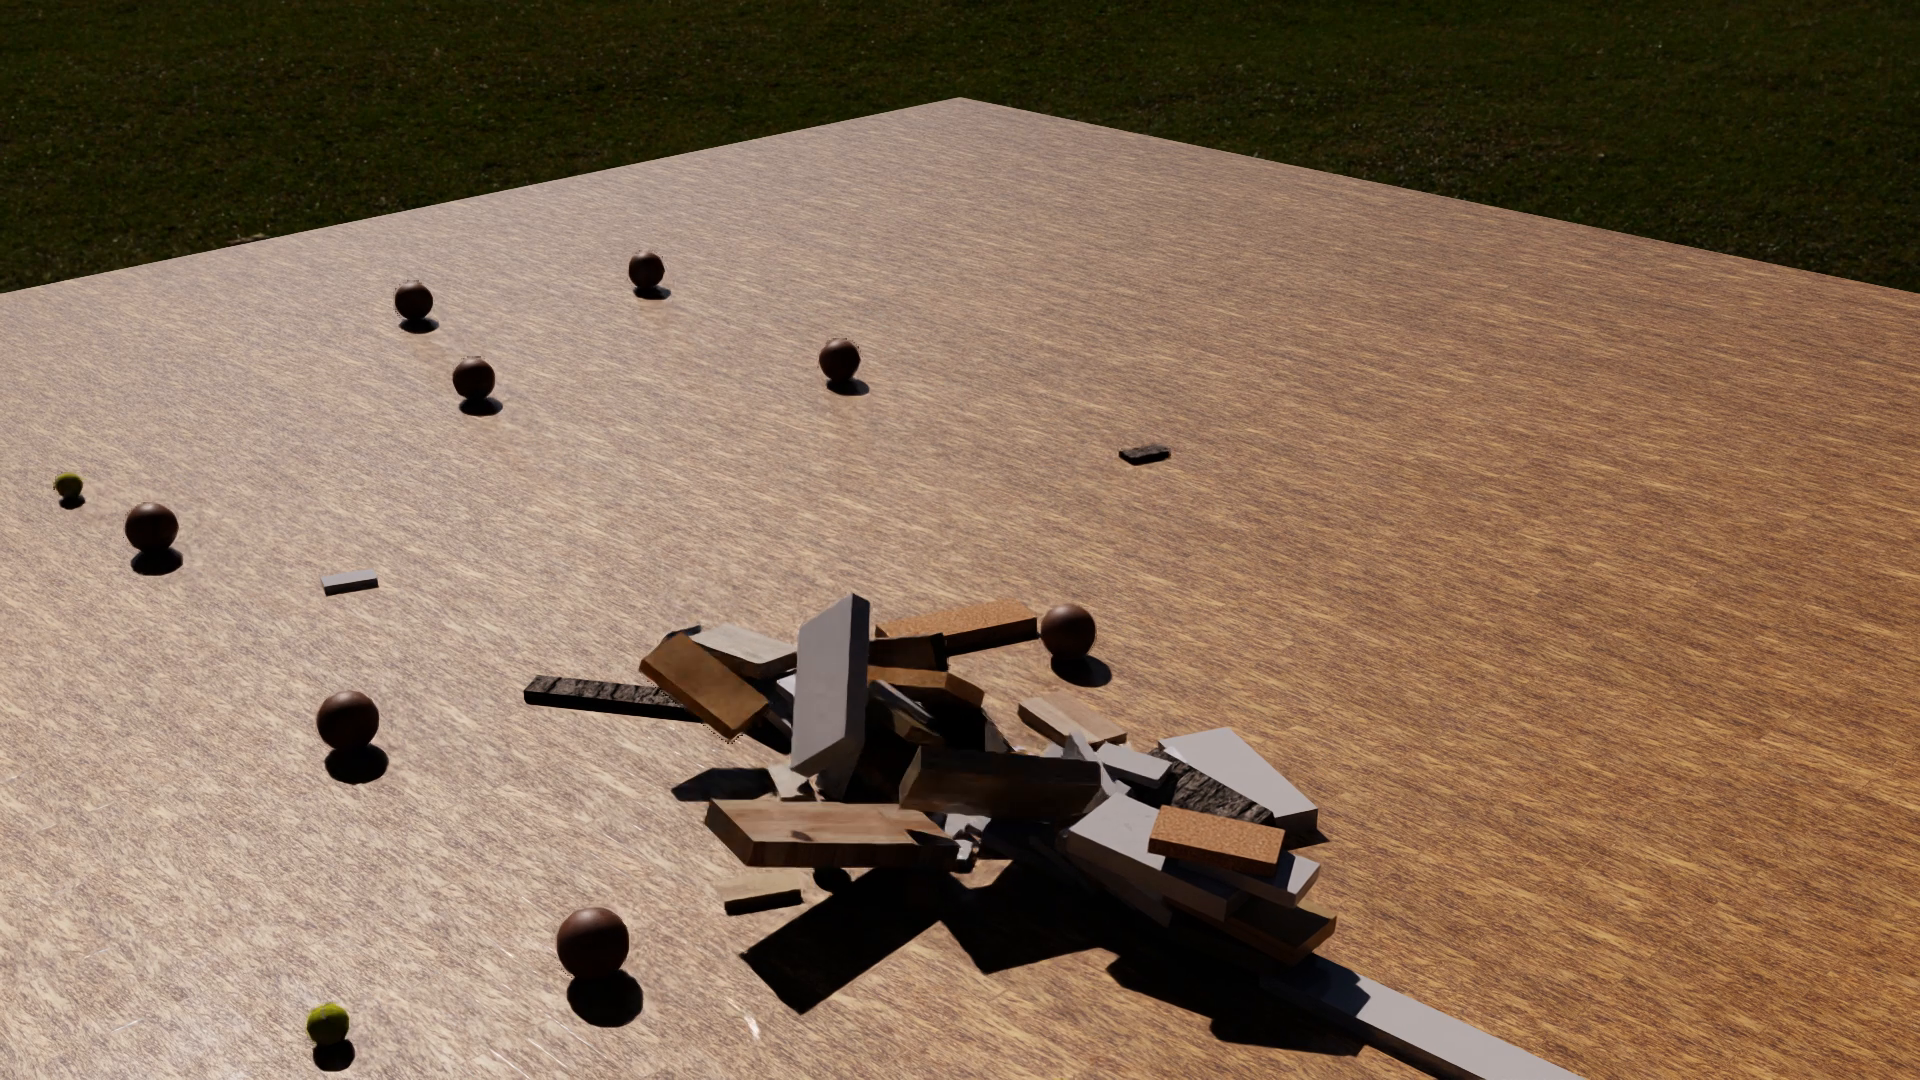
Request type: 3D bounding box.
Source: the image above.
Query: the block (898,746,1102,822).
[{"bbox_3d":[0.074,0.470,4.207,0.352,0.176,0.050,7,57,-13],"label":"block"}]

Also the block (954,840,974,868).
[{"bbox_3d":[-0.047,0.609,4.297,0.136,0.019,0.068,4,26,9],"label":"block"}]

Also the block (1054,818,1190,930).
[{"bbox_3d":[0.325,0.605,4.084,0.277,0.039,0.139,32,37,32],"label":"block"}]

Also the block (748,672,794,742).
[{"bbox_3d":[-0.361,0.371,4.778,0.110,0.031,0.221,-19,44,-37],"label":"block"}]

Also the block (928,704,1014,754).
[{"bbox_3d":[0.017,0.417,4.630,0.120,0.034,0.346,-47,27,4],"label":"block"}]

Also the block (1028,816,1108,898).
[{"bbox_3d":[0.225,0.606,4.210,0.175,0.025,0.088,36,36,24],"label":"block"}]

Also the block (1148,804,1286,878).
[{"bbox_3d":[0.458,0.537,3.921,0.226,0.032,0.113,10,27,13],"label":"block"}]

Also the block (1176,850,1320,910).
[{"bbox_3d":[0.514,0.579,3.917,0.226,0.032,0.113,18,30,26],"label":"block"}]

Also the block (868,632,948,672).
[{"bbox_3d":[-0.135,0.279,4.827,0.259,0.130,0.037,-7,3,42],"label":"block"}]

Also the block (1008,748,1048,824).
[{"bbox_3d":[0.136,0.513,4.388,0.101,0.029,0.203,-11,53,-34],"label":"block"}]

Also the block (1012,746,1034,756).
[{"bbox_3d":[0.095,0.471,4.628,0.128,0.018,0.064,-15,27,-31],"label":"block"}]

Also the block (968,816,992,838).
[{"bbox_3d":[0.075,0.579,4.335,0.110,0.016,0.055,24,28,9],"label":"block"}]

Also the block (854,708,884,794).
[{"bbox_3d":[-0.199,0.419,4.606,0.118,0.034,0.237,-19,54,-35],"label":"block"}]

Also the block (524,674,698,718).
[{"bbox_3d":[-0.764,0.349,4.909,0.414,0.023,0.081,5,24,12],"label":"block"}]

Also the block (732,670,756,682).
[{"bbox_3d":[-0.522,0.276,4.922,0.220,0.031,0.110,11,21,35],"label":"block"}]

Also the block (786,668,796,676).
[{"bbox_3d":[-0.350,0.276,5.012,0.254,0.036,0.127,-17,22,-37],"label":"block"}]

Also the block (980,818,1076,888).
[{"bbox_3d":[0.150,0.590,4.254,0.202,0.029,0.101,24,33,13],"label":"block"}]

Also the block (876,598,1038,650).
[{"bbox_3d":[-0.008,0.208,5.224,0.365,0.036,0.127,-10,25,-23],"label":"block"}]

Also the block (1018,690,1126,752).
[{"bbox_3d":[0.242,0.400,4.774,0.120,0.034,0.240,-14,27,-29],"label":"block"}]

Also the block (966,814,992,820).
[{"bbox_3d":[0.043,0.565,4.408,0.055,0.016,0.110,-20,30,-39],"label":"block"}]

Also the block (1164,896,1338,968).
[{"bbox_3d":[0.519,0.659,3.943,0.277,0.039,0.139,23,32,34],"label":"block"}]

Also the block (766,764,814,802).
[{"bbox_3d":[-0.348,0.500,4.510,0.068,0.019,0.136,-7,24,-16],"label":"block"}]

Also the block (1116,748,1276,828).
[{"bbox_3d":[0.449,0.538,4.363,0.167,0.047,0.333,-36,37,-23],"label":"block"}]

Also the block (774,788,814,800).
[{"bbox_3d":[-0.346,0.539,4.468,0.064,0.018,0.128,6,24,13],"label":"block"}]

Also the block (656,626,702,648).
[{"bbox_3d":[-0.650,0.243,5.025,0.081,0.023,0.162,-14,-16,-28],"label":"block"}]

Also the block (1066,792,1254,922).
[{"bbox_3d":[0.379,0.573,4.000,0.333,0.047,0.167,21,31,30],"label":"block"}]

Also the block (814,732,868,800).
[{"bbox_3d":[-0.244,0.451,4.513,0.021,0.147,0.073,16,9,-43],"label":"block"}]

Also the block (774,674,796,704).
[{"bbox_3d":[-0.318,0.337,4.733,0.082,0.023,0.164,-18,34,-35],"label":"block"}]

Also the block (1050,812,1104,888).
[{"bbox_3d":[0.253,0.585,4.157,0.088,0.025,0.175,-8,35,-28],"label":"block"}]

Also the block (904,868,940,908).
[{"bbox_3d":[-0.074,0.658,4.187,0.064,0.018,0.128,-1,23,-3],"label":"block"}]

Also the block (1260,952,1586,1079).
[{"bbox_3d":[0.851,0.864,3.684,0.774,0.032,0.113,20,30,39],"label":"block"}]

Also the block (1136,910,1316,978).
[{"bbox_3d":[0.485,0.705,4.002,0.308,0.039,0.139,13,25,43],"label":"block"}]

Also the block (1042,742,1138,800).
[{"bbox_3d":[0.233,0.507,4.447,0.120,0.034,0.240,-46,41,-16],"label":"block"}]

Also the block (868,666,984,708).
[{"bbox_3d":[-0.114,0.310,4.699,0.324,0.037,0.130,1,-20,40],"label":"block"}]

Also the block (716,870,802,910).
[{"bbox_3d":[-0.381,0.663,4.171,0.147,0.021,0.073,-7,24,-16],"label":"block"}]

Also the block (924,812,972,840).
[{"bbox_3d":[-0.022,0.559,4.394,0.055,0.016,0.110,-36,34,-13],"label":"block"}]

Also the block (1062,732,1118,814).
[{"bbox_3d":[0.253,0.482,4.357,0.029,0.101,0.203,1,32,-24],"label":"block"}]

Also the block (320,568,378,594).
[{"bbox_3d":[-1.527,0.102,5.497,0.130,0.018,0.065,-10,25,-22],"label":"block"}]

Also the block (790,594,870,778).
[{"bbox_3d":[-0.268,0.300,4.551,0.050,0.176,0.352,29,44,-32],"label":"block"}]

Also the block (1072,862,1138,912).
[{"bbox_3d":[0.309,0.637,4.157,0.175,0.025,0.088,35,37,24],"label":"block"}]

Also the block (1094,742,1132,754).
[{"bbox_3d":[0.292,0.467,4.582,0.148,0.021,0.074,-17,23,2],"label":"block"}]

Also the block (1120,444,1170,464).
[{"bbox_3d":[0.531,-0.248,6.322,0.130,0.018,0.065,-13,26,-27],"label":"block"}]

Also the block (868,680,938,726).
[{"bbox_3d":[-0.117,0.340,4.581,0.147,0.021,0.073,33,3,16],"label":"block"}]

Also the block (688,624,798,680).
[{"bbox_3d":[-0.481,0.247,4.896,0.259,0.037,0.130,15,24,42],"label":"block"}]

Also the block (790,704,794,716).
[{"bbox_3d":[-0.285,0.397,4.711,0.082,0.023,0.164,-19,47,-37],"label":"block"}]

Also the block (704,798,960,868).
[{"bbox_3d":[-0.238,0.555,4.148,0.462,0.050,0.176,7,16,-36],"label":"block"}]

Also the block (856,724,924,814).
[{"bbox_3d":[-0.121,0.473,4.508,0.118,0.034,0.237,-18,47,-35],"label":"block"}]

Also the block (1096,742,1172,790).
[{"bbox_3d":[0.344,0.454,4.428,0.148,0.021,0.074,15,30,24],"label":"block"}]

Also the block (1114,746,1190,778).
[{"bbox_3d":[0.393,0.482,4.536,0.148,0.021,0.074,-26,29,-10],"label":"block"}]

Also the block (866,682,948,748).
[{"bbox_3d":[-0.136,0.360,4.576,0.118,0.034,0.237,29,5,-44],"label":"block"}]

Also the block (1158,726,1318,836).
[{"bbox_3d":[0.566,0.501,4.521,0.166,0.047,0.375,-9,25,-20],"label":"block"}]

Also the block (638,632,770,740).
[{"bbox_3d":[-0.540,0.308,4.651,0.254,0.036,0.127,36,41,15],"label":"block"}]

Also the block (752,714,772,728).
[{"bbox_3d":[-0.467,0.342,4.881,0.110,0.031,0.221,-17,34,-41],"label":"block"}]
